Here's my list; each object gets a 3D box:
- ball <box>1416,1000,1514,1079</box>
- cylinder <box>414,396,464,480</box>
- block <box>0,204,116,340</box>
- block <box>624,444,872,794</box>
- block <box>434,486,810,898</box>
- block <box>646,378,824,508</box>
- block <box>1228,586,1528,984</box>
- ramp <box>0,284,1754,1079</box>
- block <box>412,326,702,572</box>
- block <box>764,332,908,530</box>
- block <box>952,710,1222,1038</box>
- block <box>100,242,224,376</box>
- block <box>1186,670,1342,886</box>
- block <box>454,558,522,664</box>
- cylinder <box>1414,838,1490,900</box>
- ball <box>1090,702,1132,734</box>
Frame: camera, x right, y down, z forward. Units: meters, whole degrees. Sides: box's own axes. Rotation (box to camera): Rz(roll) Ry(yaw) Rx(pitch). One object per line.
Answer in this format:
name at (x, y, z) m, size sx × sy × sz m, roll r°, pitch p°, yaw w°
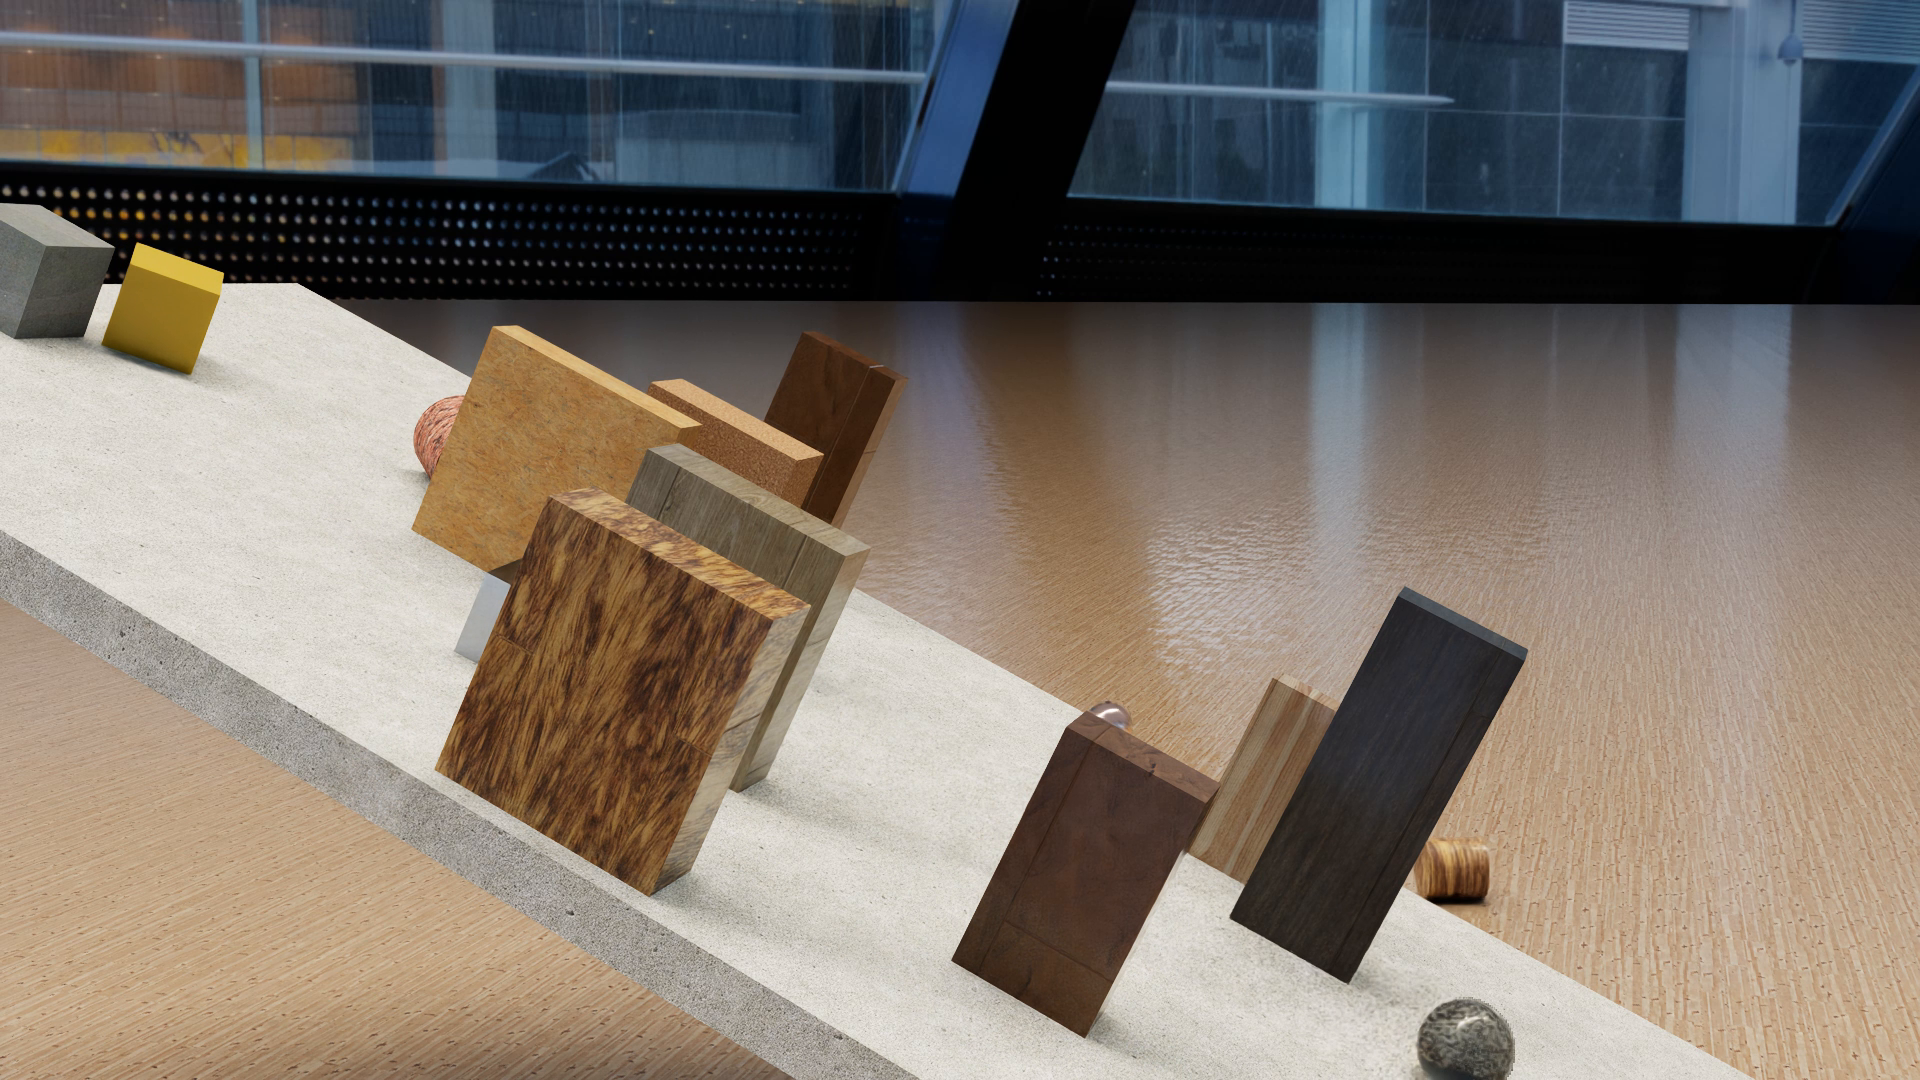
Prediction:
ball at (0.890, 0.896, 3.877) m, size 0.168 × 0.168 × 0.168 m, roll 0°, pitch 7°, yaw 0°
cylinder at (-1.009, -0.177, 4.522) m, size 0.187 × 0.187 × 0.187 m, roll -3°, pitch 26°, yaw -26°
block at (-1.848, -0.534, 4.357) m, size 0.199 × 0.199 × 0.199 m, roll 28°, pitch 14°, yaw 13°
block at (-0.434, 0.131, 3.792) m, size 0.394 × 0.460 × 0.129 m, roll 28°, pitch 14°, yaw 12°
block at (-0.508, 0.222, 3.300) m, size 0.390 × 0.468 × 0.150 m, roll 28°, pitch 14°, yaw 12°
block at (-0.527, -0.055, 4.413) m, size 0.340 × 0.422 × 0.149 m, roll 28°, pitch 14°, yaw 12°
block at (0.791, 0.465, 4.172) m, size 0.256 × 0.707 × 0.131 m, roll 28°, pitch 14°, yaw 12°
ramp at (-0.256, 0.434, 4.166) m, size 4.000 × 0.100 × 2.000 m, roll 28°, pitch 14°, yaw 12°
block at (-0.772, -0.119, 4.194) m, size 0.425 × 0.434 × 0.098 m, roll 28°, pitch 14°, yaw 12°
block at (-0.343, -0.185, 5.012) m, size 0.245 × 0.523 × 0.090 m, roll 28°, pitch 14°, yaw 12°
block at (0.199, 0.527, 3.481) m, size 0.244 × 0.432 × 0.133 m, roll 28°, pitch 14°, yaw 12°
block at (-1.646, -0.479, 4.546) m, size 0.181 × 0.181 × 0.181 m, roll 20°, pitch 15°, yaw -22°
block at (0.672, 0.512, 4.427) m, size 0.282 × 0.406 × 0.087 m, roll 28°, pitch 14°, yaw 12°
block at (-0.753, 0.146, 3.827) m, size 0.155 × 0.155 × 0.155 m, roll 27°, pitch 14°, yaw 7°
cylinder at (1.460, 0.977, 6.530) m, size 0.177 × 0.177 × 0.177 m, roll 0°, pitch 7°, yaw -4°
ball at (0.577, 0.726, 8.577) m, size 0.187 × 0.187 × 0.187 m, roll 0°, pitch 7°, yaw 0°
